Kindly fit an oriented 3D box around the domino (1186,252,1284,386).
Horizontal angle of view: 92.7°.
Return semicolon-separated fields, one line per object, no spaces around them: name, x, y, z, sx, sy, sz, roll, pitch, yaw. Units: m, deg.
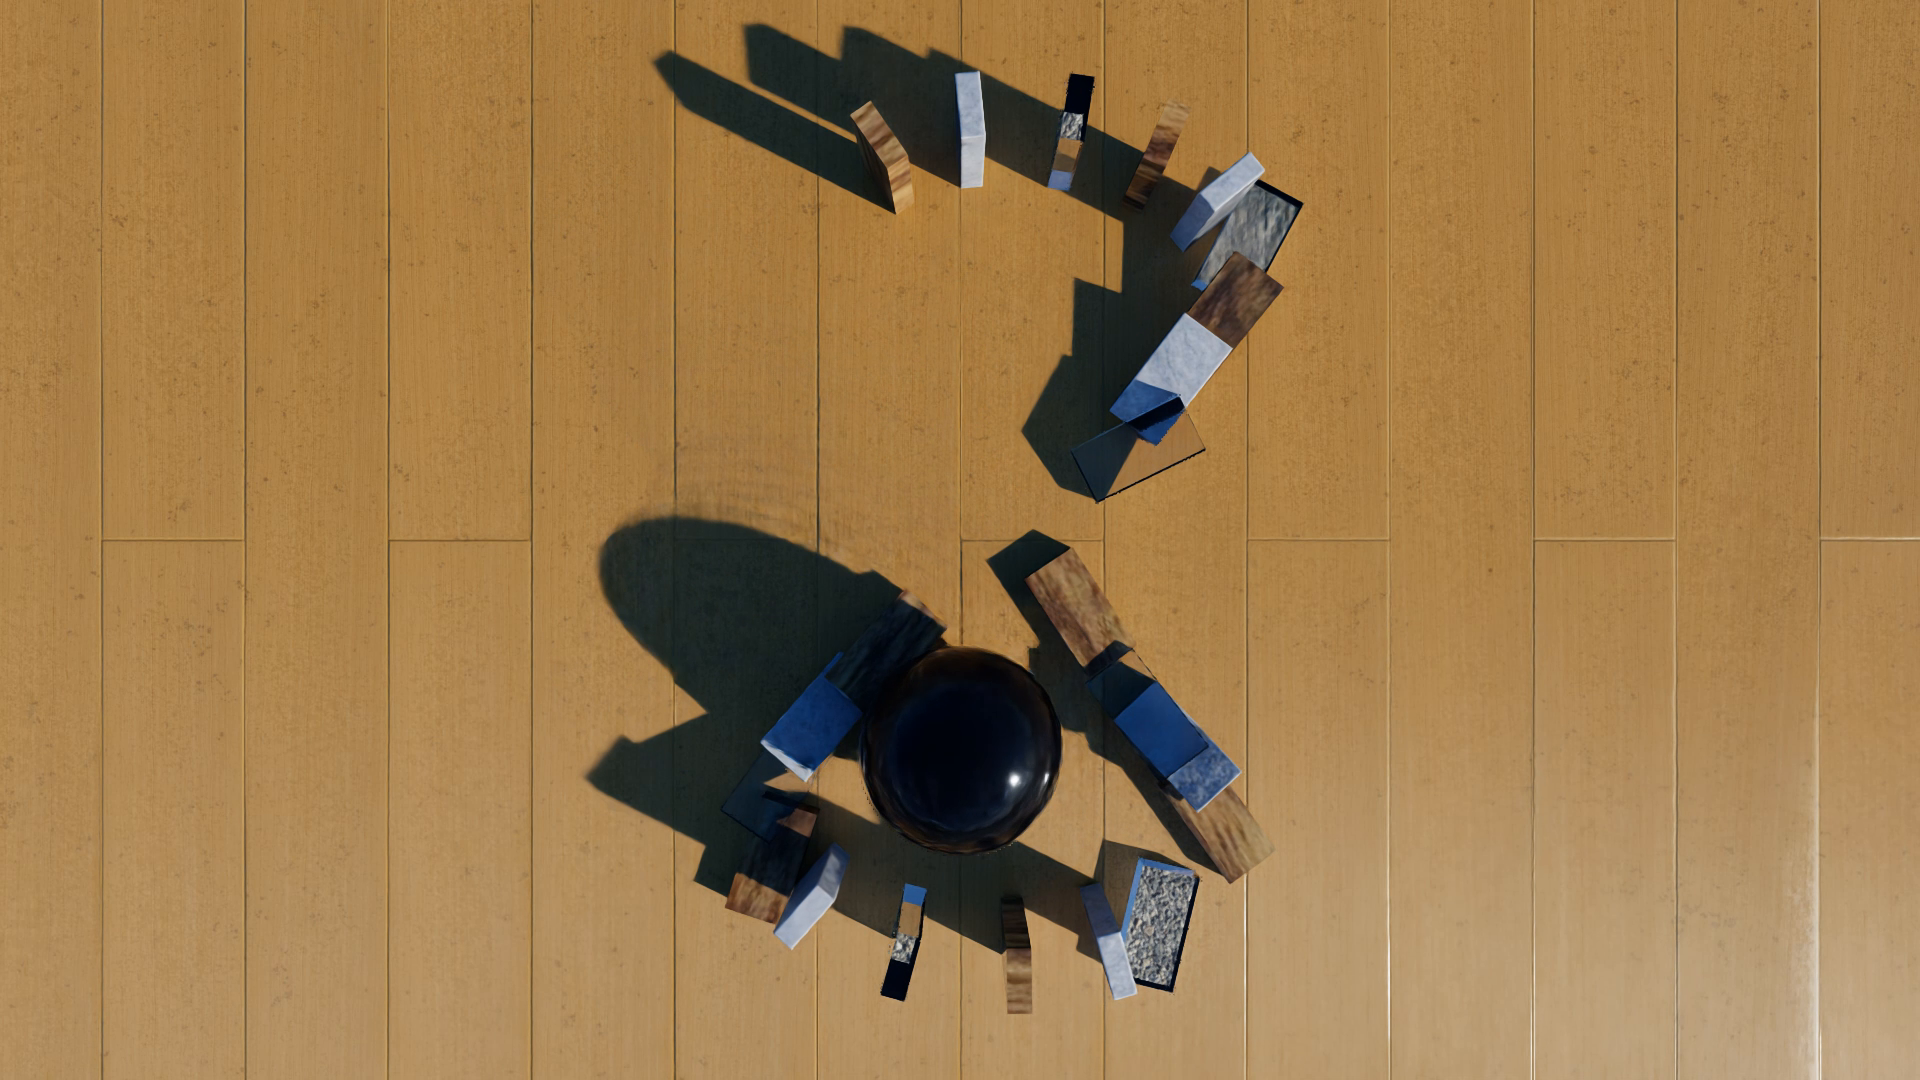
domino;0.110;-0.093;0.388;0.025;0.010;0.050;37;106;0

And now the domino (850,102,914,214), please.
domino;-0.031;-0.155;0.375;0.009;0.050;0.025;-35;90;0

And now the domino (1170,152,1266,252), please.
domino;0.104;-0.137;0.375;0.025;0.050;0.009;-39;90;0

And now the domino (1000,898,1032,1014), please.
domino;0.023;0.169;0.375;0.009;0.050;0.025;-1;90;0

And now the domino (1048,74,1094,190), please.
domino;0.045;-0.165;0.375;0.010;0.050;0.025;9;90;0

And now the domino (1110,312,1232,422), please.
domino;0.089;-0.068;0.388;0.025;0.009;0.050;37;107;0

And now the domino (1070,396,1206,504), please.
domino;0.075;-0.038;0.388;0.050;0.010;0.025;-26;96;15

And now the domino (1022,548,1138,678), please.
domino;0.051;0.031;0.395;0.025;0.010;0.050;-34;90;0

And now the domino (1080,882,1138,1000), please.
domino;0.060;0.163;0.375;0.009;0.050;0.025;-16;90;0

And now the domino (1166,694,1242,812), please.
domino;0.092;0.087;0.389;0.025;0.009;0.050;-43;74;0

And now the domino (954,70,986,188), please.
domino;0.004;-0.166;0.375;0.009;0.050;0.025;-6;90;0

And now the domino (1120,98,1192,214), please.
domino;0.079;-0.156;0.375;0.010;0.050;0.025;24;90;0

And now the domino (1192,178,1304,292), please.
domino;0.124;-0.127;0.395;0.025;0.009;0.050;28;90;0

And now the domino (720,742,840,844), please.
domino;-0.075;0.100;0.388;0.025;0.009;0.050;35;73;0

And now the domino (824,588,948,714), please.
domino;-0.031;0.047;0.389;0.025;0.009;0.050;43;74;0

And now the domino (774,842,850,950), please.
domino;-0.060;0.144;0.375;0.010;0.050;0.025;42;90;0

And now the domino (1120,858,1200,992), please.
domino;0.084;0.166;0.395;0.025;0.009;0.050;14;90;0

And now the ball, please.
ball;0.000;0.082;0.360;0.080;0.080;0.080;0;90;0

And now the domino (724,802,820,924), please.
domino;-0.081;0.137;0.395;0.025;0.010;0.050;18;90;0

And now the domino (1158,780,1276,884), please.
domino;0.111;0.119;0.395;0.025;0.010;0.050;-36;90;0

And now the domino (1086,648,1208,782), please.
domino;0.078;0.073;0.384;0.025;0.009;0.050;-37;74;1

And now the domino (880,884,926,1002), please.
domino;-0.023;0.163;0.375;0.009;0.050;0.025;15;90;0

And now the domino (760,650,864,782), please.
domino;-0.058;0.074;0.388;0.025;0.009;0.050;41;73;2
